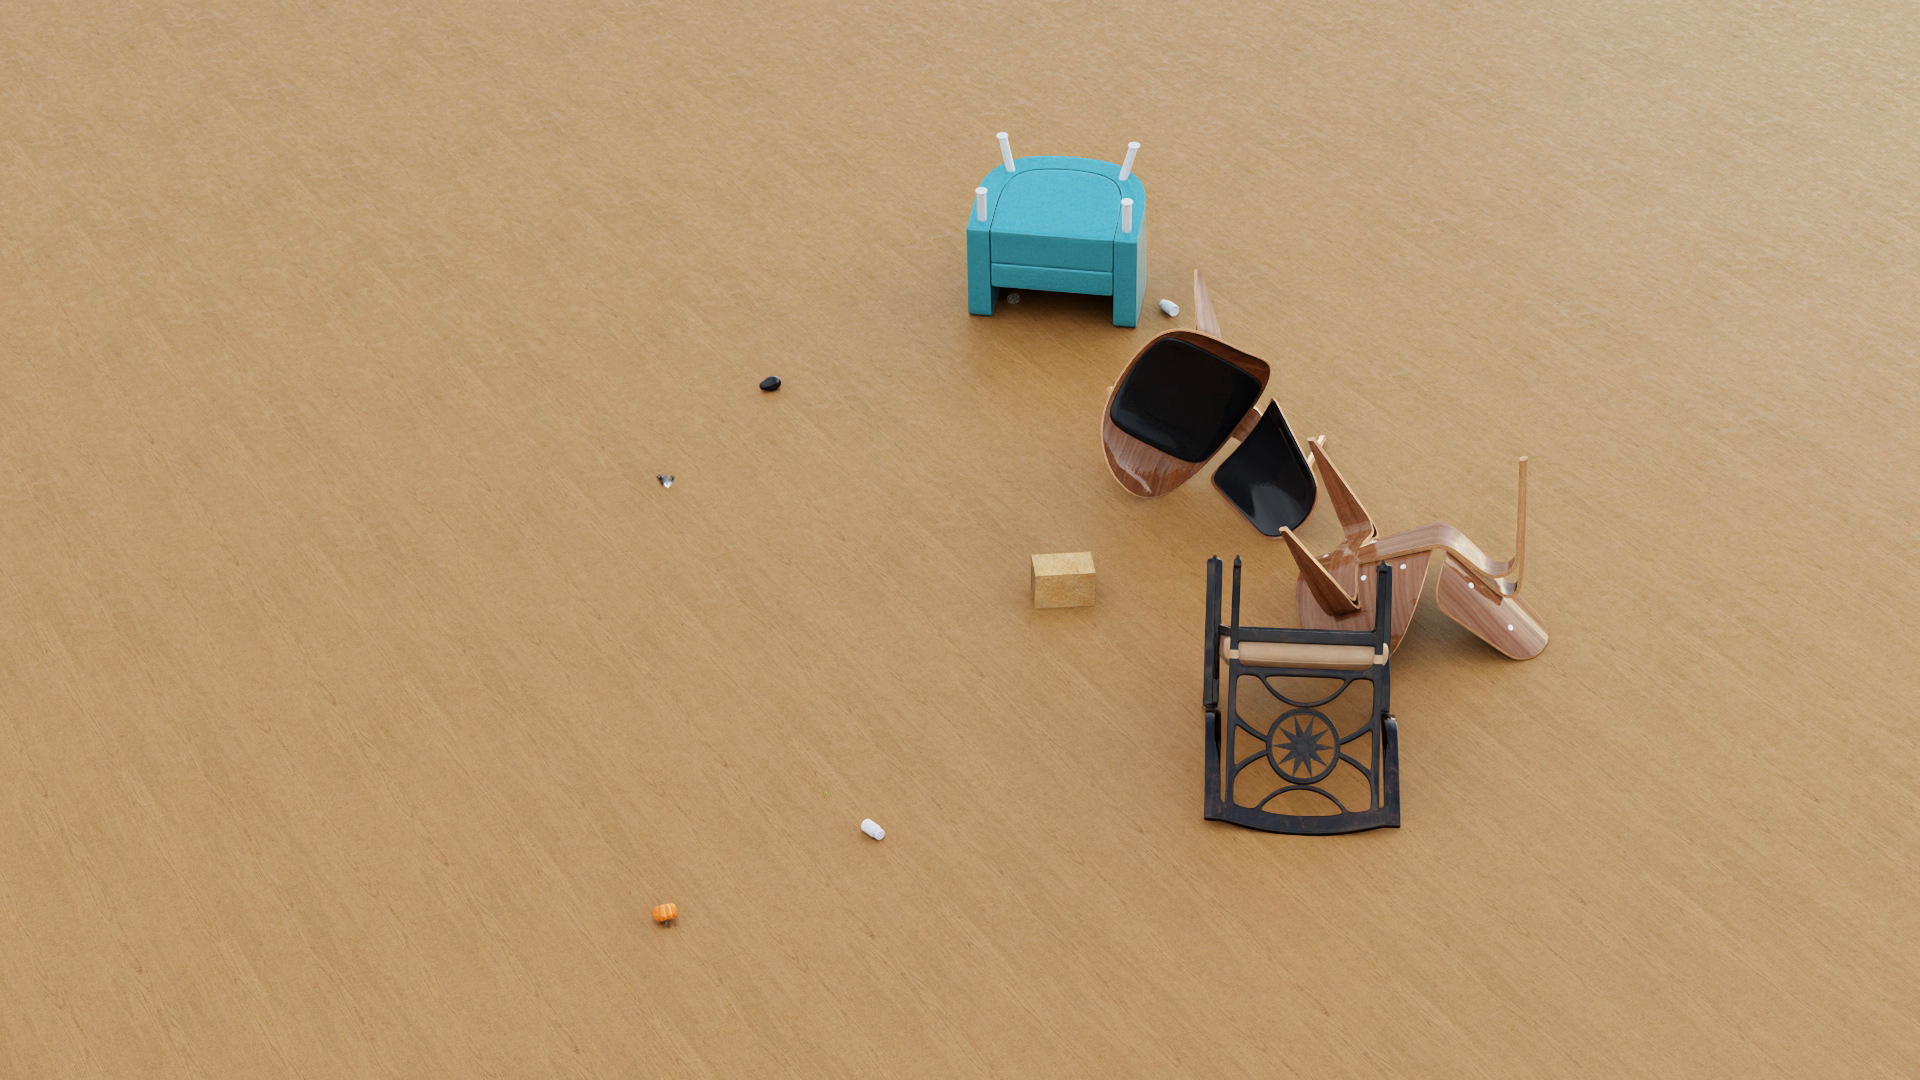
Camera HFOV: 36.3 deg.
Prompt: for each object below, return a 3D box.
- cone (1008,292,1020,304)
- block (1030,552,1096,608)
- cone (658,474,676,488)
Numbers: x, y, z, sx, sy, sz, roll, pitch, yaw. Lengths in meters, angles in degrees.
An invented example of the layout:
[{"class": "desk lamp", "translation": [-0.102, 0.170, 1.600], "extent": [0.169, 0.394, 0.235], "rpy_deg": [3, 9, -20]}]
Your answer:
[{"class": "cone", "translation": [0.215, -1.033, 12.492], "extent": [0.062, 0.047, 0.063], "rpy_deg": [-9, 13, -24]}, {"class": "block", "translation": [0.372, 0.145, 10.596], "extent": [0.216, 0.141, 0.138], "rpy_deg": [-3, 33, -4]}, {"class": "cone", "translation": [-1.123, -0.217, 11.253], "extent": [0.068, 0.050, 0.047], "rpy_deg": [-6, 62, -13]}]
